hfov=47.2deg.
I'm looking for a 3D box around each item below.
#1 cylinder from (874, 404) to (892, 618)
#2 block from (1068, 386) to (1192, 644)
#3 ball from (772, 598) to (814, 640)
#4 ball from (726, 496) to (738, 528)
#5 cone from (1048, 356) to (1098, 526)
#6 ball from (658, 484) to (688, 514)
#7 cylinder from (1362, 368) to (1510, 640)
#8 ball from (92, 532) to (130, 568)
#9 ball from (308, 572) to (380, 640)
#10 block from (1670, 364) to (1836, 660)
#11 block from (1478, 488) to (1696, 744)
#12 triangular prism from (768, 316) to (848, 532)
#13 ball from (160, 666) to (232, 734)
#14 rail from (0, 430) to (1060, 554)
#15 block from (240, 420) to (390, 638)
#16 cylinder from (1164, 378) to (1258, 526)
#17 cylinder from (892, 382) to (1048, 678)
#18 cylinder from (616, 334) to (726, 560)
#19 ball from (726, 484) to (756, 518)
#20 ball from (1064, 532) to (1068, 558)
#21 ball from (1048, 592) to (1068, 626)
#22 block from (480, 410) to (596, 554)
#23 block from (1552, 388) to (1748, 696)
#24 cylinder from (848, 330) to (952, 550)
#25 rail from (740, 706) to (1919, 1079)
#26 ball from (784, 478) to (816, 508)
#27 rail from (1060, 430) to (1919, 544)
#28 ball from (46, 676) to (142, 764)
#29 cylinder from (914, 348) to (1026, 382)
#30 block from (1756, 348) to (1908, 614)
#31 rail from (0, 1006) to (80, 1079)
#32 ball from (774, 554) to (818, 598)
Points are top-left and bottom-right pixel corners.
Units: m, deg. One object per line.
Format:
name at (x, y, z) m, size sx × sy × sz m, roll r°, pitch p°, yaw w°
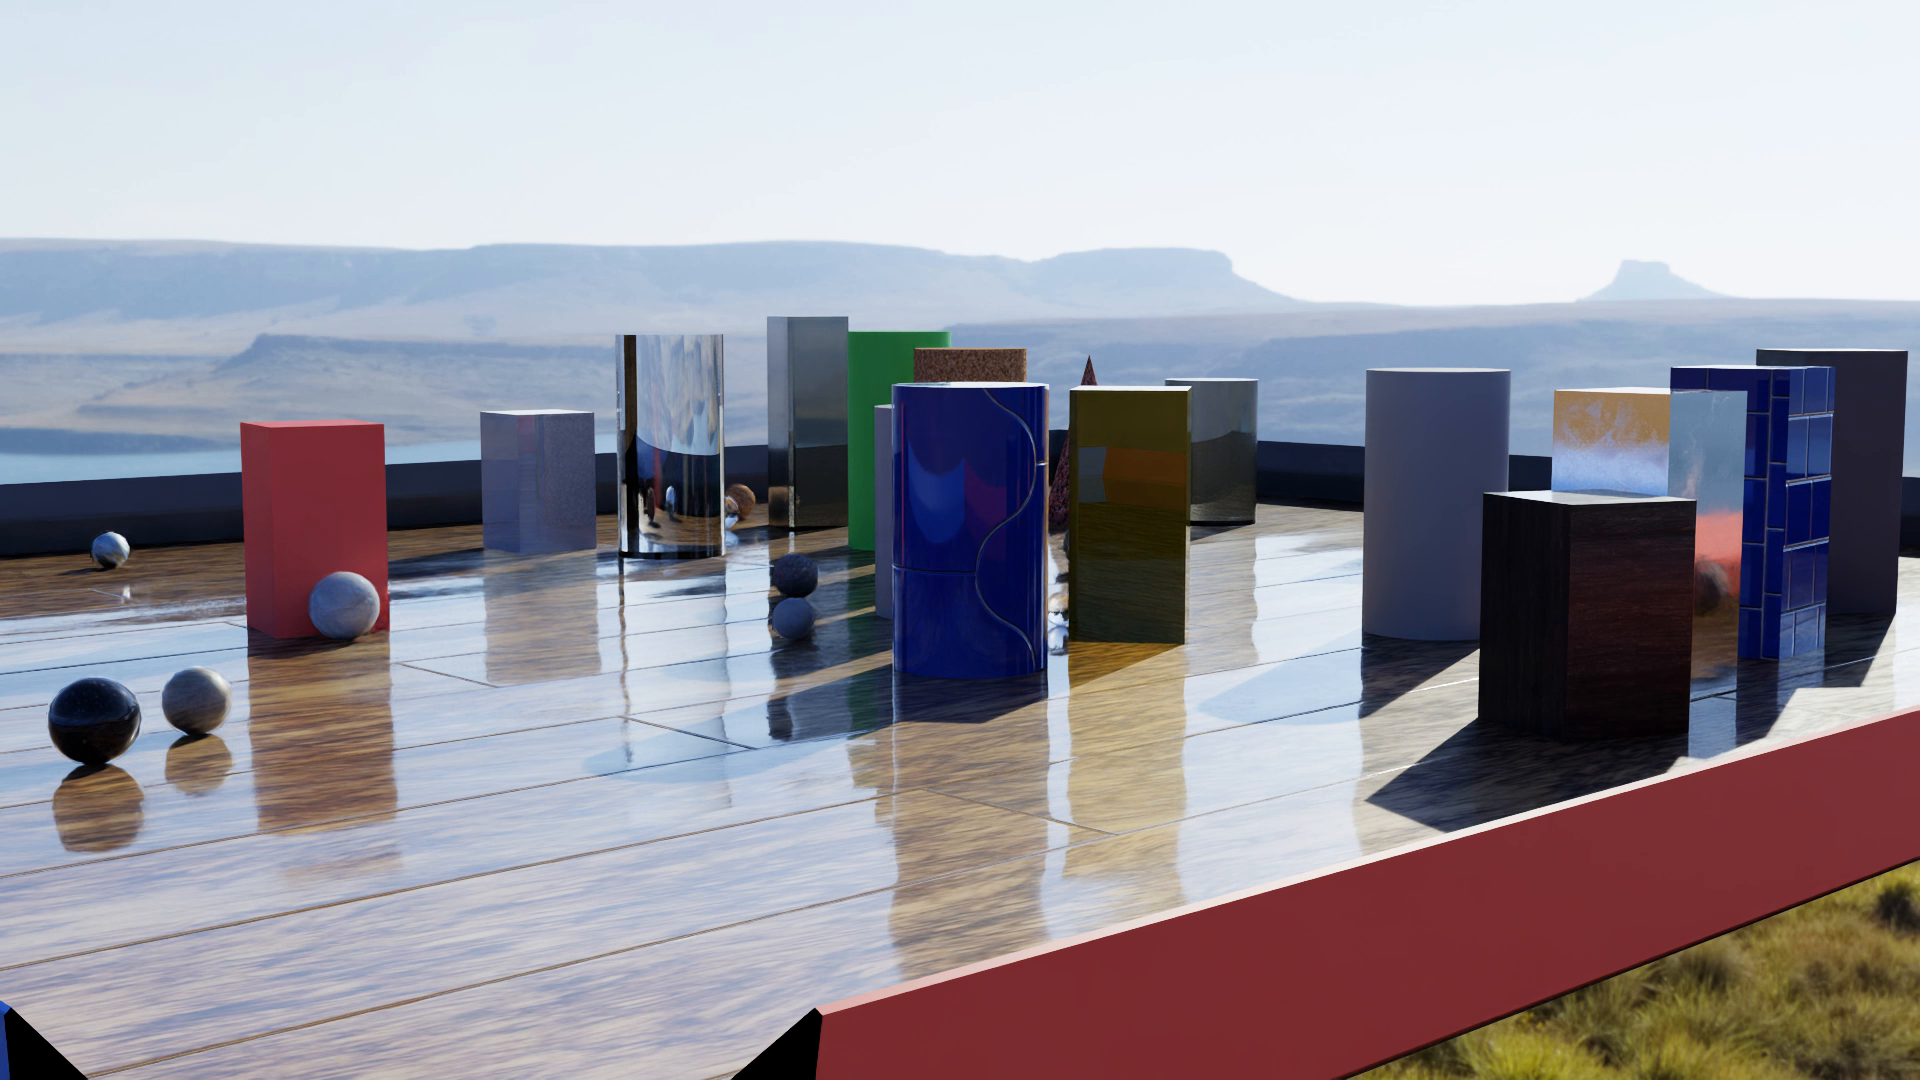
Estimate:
cylinder at (-0.027, -0.044, 3.227) m, size 0.195 × 0.304 × 0.195 m, roll 0°, pitch 6°, yaw 0°
block at (0.234, -0.038, 3.007) m, size 0.156 × 0.338 × 0.156 m, roll 1°, pitch 6°, yaw 8°
ball at (-0.226, 0.106, 2.980) m, size 0.056 × 0.056 × 0.056 m, roll 0°, pitch 6°, yaw 0°
ball at (-0.484, -0.056, 4.473) m, size 0.068 × 0.068 × 0.068 m, roll 0°, pitch 6°, yaw 0°
cone at (0.271, -0.214, 4.620) m, size 0.195 × 0.352 × 0.195 m, roll 0°, pitch 6°, yaw 0°
ball at (-0.624, -0.089, 4.786) m, size 0.068 × 0.068 × 0.068 m, roll 0°, pitch 6°, yaw 0°
cylinder at (0.659, -0.054, 3.047) m, size 0.195 × 0.362 × 0.195 m, roll 0°, pitch 6°, yaw 0°
ball at (-1.470, 0.017, 3.806) m, size 0.061 × 0.061 × 0.061 m, roll 0°, pitch 6°, yaw 0°
ball at (-0.831, 0.089, 2.967) m, size 0.093 × 0.093 × 0.093 m, roll 0°, pitch 6°, yaw 0°
block at (1.036, -0.042, 2.889) m, size 0.156 × 0.370 × 0.156 m, roll 5°, pitch 8°, yaw 41°
block at (0.668, 0.076, 2.353) m, size 0.156 × 0.247 × 0.156 m, roll -2°, pitch 6°, yaw -21°
triangular prism at (-0.339, -0.242, 4.508) m, size 0.146 × 0.431 × 0.169 m, roll 5°, pitch 8°, yaw 40°
ball at (-0.803, 0.169, 2.314) m, size 0.071 × 0.071 × 0.071 m, roll 0°, pitch 6°, yaw 0°
rail at (-1.121, -0.093, 4.540) m, size 3.810 × 0.127 × 0.045 m, roll -5°, pitch 8°, yaw -42°
block at (-0.903, -0.020, 3.076) m, size 0.156 × 0.287 × 0.156 m, roll -4°, pitch 7°, yaw -32°
cylinder at (0.525, -0.187, 4.611) m, size 0.195 × 0.299 × 0.195 m, roll 0°, pitch 6°, yaw 0°
cylinder at (0.013, -0.017, 2.742) m, size 0.195 × 0.352 × 0.195 m, roll 0°, pitch 6°, yaw 0°
cylinder at (-0.527, -0.174, 4.003) m, size 0.195 × 0.400 × 0.195 m, roll 0°, pitch 6°, yaw 0°
ball at (-0.472, -0.082, 4.694) m, size 0.073 × 0.073 × 0.073 m, roll 0°, pitch 6°, yaw 0°
ball at (0.223, 0.008, 3.741) m, size 0.093 × 0.093 × 0.093 m, roll 0°, pitch 6°, yaw 0°
ball at (0.143, 0.097, 3.108) m, size 0.048 × 0.048 × 0.048 m, roll 0°, pitch 6°, yaw 0°
block at (-0.789, -0.112, 4.114) m, size 0.156 × 0.255 × 0.156 m, roll -5°, pitch 7°, yaw -37°
block at (0.811, -0.002, 2.600) m, size 0.156 × 0.350 × 0.156 m, roll -5°, pitch 8°, yaw -39°
cylinder at (-0.114, -0.190, 4.139) m, size 0.195 × 0.404 × 0.195 m, roll 0°, pitch 6°, yaw 0°
rail at (1.121, 0.159, 2.124) m, size 3.810 × 0.127 × 0.045 m, roll -5°, pitch 8°, yaw -42°
ball at (-0.361, -0.108, 4.968) m, size 0.068 × 0.068 × 0.068 m, roll 0°, pitch 6°, yaw 0°
rail at (1.383, -0.100, 4.601) m, size 0.045 × 0.127 × 3.352 m, roll -5°, pitch 8°, yaw -42°
ball at (-0.851, 0.177, 2.162) m, size 0.086 × 0.086 × 0.086 m, roll 0°, pitch 6°, yaw 0°
cylinder at (0.018, -0.143, 3.818) m, size 0.195 × 0.378 × 0.195 m, roll 0°, pitch 6°, yaw 0°
block at (1.296, -0.092, 3.293) m, size 0.156 × 0.385 × 0.156 m, roll -1°, pitch 6°, yaw -5°
rail at (-1.383, 0.166, 2.063) m, size 0.045 × 0.127 × 3.352 m, roll -5°, pitch 8°, yaw -42°
ball at (-0.253, 0.056, 3.394) m, size 0.070 × 0.070 × 0.070 m, roll 0°, pitch 6°, yaw 0°
